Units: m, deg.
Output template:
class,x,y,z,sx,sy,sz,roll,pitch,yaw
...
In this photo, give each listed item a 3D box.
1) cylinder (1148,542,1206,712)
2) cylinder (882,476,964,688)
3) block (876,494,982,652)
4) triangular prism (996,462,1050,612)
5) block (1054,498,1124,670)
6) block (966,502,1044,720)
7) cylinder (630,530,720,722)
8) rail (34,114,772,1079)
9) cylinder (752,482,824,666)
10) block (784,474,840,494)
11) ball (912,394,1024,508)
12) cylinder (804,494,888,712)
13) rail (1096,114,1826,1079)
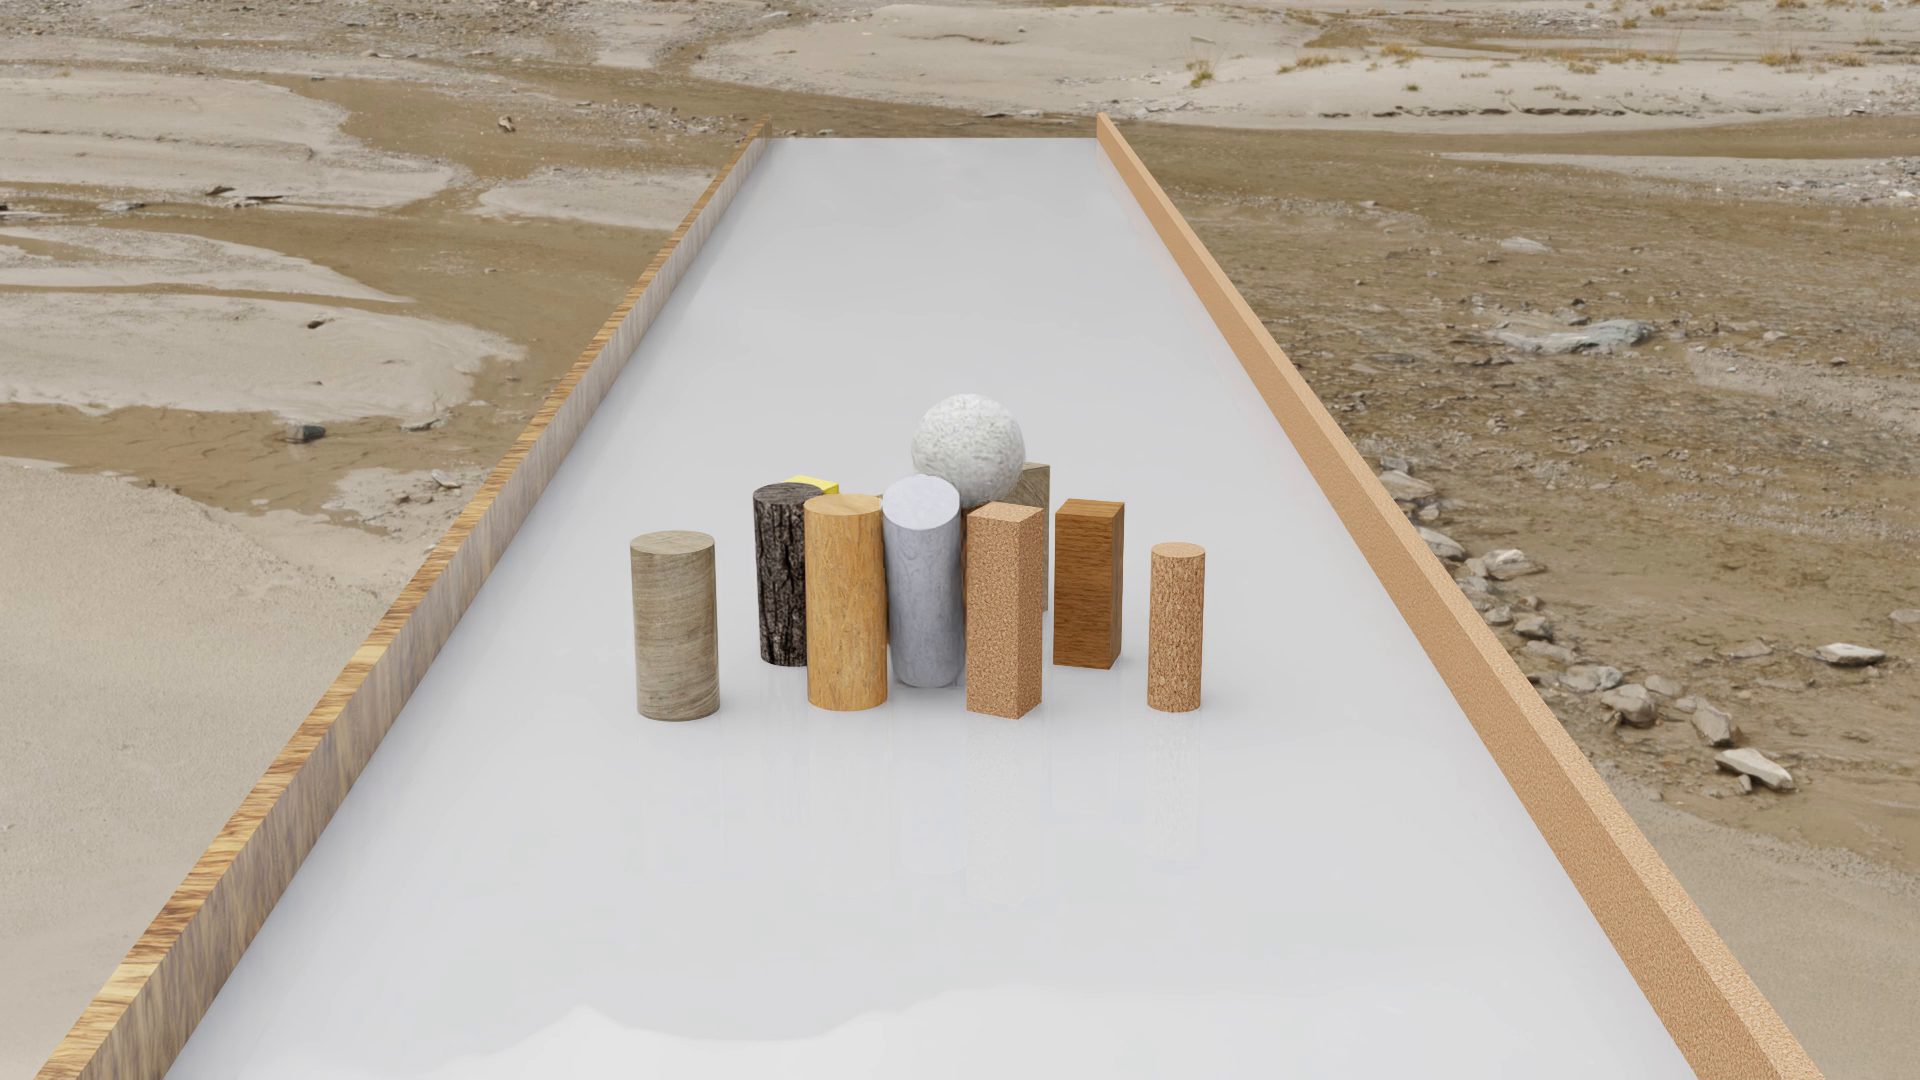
class,x,y,z,sx,sy,sz,roll,pitch,yaw
cylinder,0.407,0.164,4.140,0.101,0.305,0.101,0,17,0
cylinder,-0.067,0.084,4.157,0.143,0.435,0.143,-1,45,1
block,-0.050,0.063,4.478,0.176,0.305,0.176,-11,20,-32
triangular prism,0.105,-0.007,4.686,0.130,0.322,0.112,-10,19,-31
block,0.257,0.087,4.383,0.115,0.314,0.115,5,17,15
block,0.084,0.131,4.112,0.107,0.383,0.107,8,18,26
cylinder,-0.533,0.160,4.117,0.157,0.326,0.157,0,17,0
rail,-1.118,-0.838,7.780,0.050,0.150,12.000,0,17,-1
cylinder,-0.336,0.068,4.385,0.138,0.341,0.138,-1,20,0
block,-0.316,0.039,4.531,0.110,0.314,0.110,13,26,37
ball,0.016,-0.176,4.354,0.225,0.225,0.225,0,17,0
cylinder,-0.215,0.117,4.160,0.153,0.384,0.153,0,17,0
rail,0.932,-0.844,7.801,0.050,0.150,12.000,0,17,-1
